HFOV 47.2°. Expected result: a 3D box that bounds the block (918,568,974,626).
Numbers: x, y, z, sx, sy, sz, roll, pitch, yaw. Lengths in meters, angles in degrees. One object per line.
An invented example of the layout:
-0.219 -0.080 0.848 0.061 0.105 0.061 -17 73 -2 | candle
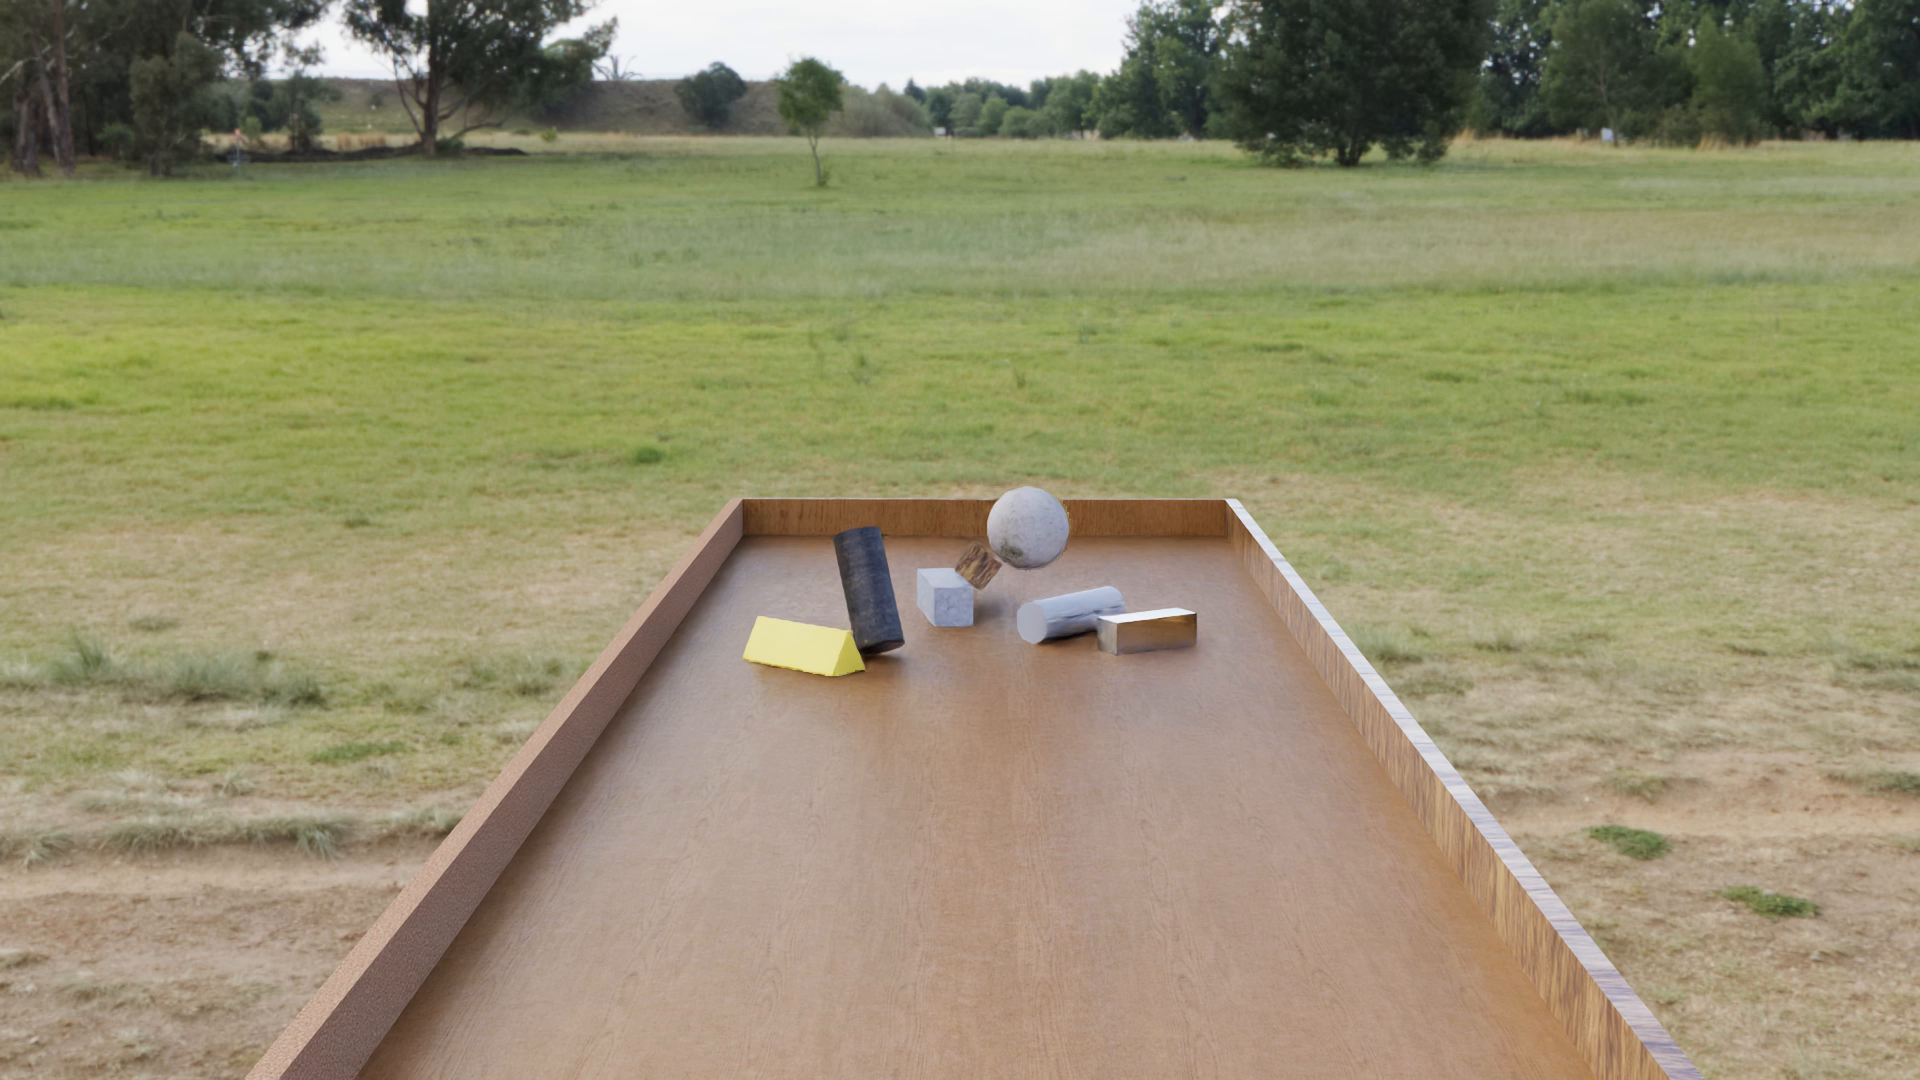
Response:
-0.052 0.190 7.394 0.130 0.130 0.376 -2 9 -10 | block

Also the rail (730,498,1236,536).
0.099 -0.098 9.147 2.100 0.150 0.050 0 9 1 | rail

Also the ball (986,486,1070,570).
0.226 -0.040 7.336 0.275 0.275 0.275 0 9 0 | ball

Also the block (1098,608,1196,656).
0.586 0.286 6.878 0.308 0.103 0.103 -6 11 -31 | block

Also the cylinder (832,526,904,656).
-0.280 0.157 6.751 0.150 0.368 0.150 -12 -13 -3 | cylinder

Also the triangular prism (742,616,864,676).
-0.472 0.312 6.613 0.372 0.125 0.144 7 11 39 | triangular prism

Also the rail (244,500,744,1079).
-1.004 0.839 3.234 0.050 0.150 12.000 0 9 1 | rail

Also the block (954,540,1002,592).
0.060 0.086 7.526 0.114 0.114 0.434 39 1 -1 | block

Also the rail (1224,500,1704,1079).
1.046 0.843 3.208 0.050 0.150 12.000 0 9 1 | rail

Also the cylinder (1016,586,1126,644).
0.359 0.239 7.073 0.132 0.132 0.387 8 12 43 | cylinder
